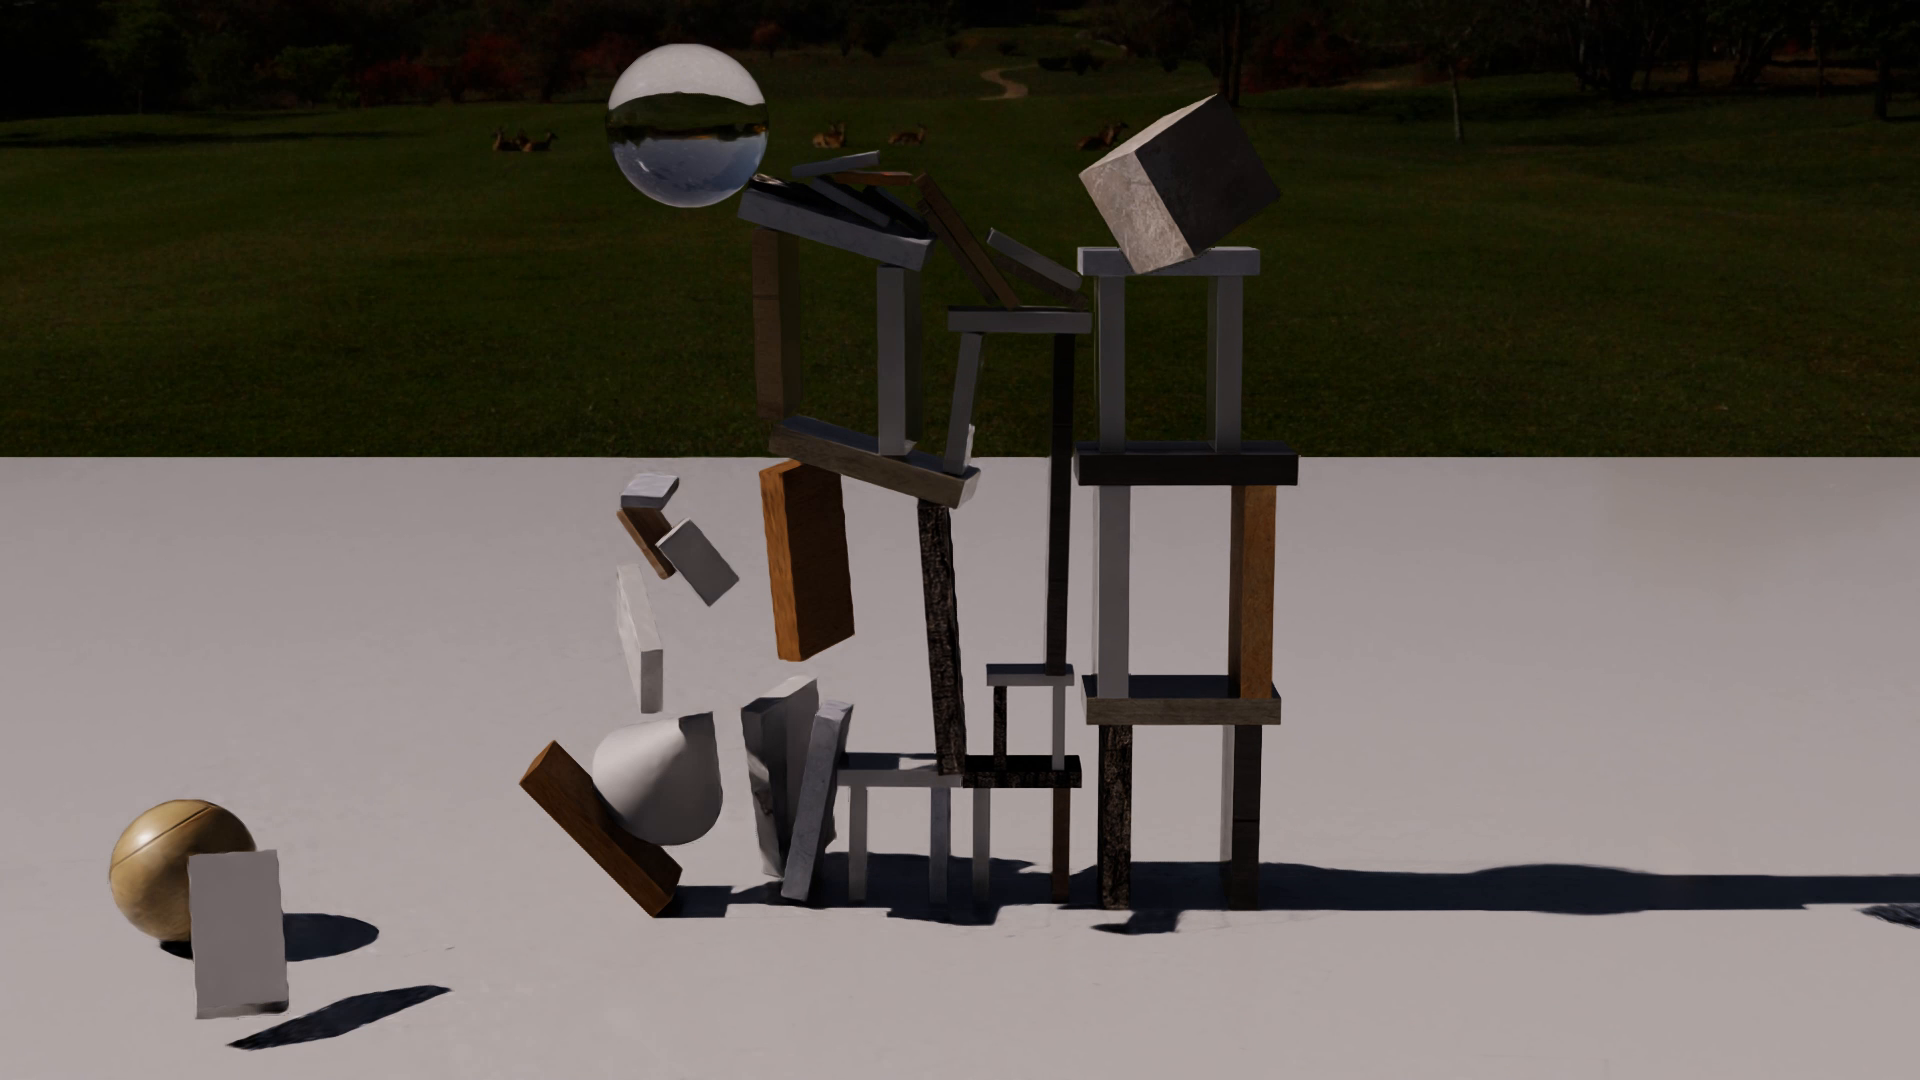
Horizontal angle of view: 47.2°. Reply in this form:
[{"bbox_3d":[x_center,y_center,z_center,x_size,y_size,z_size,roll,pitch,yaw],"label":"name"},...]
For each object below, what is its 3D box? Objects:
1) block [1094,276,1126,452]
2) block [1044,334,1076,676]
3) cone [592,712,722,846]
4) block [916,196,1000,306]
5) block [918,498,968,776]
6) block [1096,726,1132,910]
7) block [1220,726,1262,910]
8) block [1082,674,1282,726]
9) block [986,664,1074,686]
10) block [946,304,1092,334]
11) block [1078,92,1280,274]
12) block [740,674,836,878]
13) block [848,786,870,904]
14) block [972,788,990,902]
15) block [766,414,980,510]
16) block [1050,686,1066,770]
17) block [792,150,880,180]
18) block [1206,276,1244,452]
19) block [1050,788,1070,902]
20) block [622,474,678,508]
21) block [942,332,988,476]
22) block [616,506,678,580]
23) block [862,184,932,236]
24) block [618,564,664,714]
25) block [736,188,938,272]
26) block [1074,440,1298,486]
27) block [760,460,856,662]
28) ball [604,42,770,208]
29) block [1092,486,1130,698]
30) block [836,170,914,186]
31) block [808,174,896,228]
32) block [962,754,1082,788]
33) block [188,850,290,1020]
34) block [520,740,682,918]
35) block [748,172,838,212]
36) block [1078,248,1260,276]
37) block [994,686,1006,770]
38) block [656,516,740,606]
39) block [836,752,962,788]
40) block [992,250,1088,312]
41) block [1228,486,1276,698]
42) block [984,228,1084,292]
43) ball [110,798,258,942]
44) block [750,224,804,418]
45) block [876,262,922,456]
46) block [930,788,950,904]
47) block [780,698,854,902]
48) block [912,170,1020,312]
[{"bbox_3d":[0.239,-0.286,3.515,0.039,0.276,0.138,-1,10,0],"label":"block"},{"bbox_3d":[0.159,-0.063,3.550,0.032,0.553,0.113,1,11,0],"label":"block"},{"bbox_3d":[-0.452,0.342,3.606,0.234,0.234,0.234,-9,-29,-39],"label":"cone"},{"bbox_3d":[-0.004,-0.456,3.462,0.016,0.198,0.058,-35,10,11],"label":"block"},{"bbox_3d":[-0.028,0.148,3.578,0.045,0.440,0.159,-4,12,2],"label":"block"},{"bbox_3d":[0.255,0.437,3.638,0.044,0.312,0.156,0,10,0],"label":"block"},{"bbox_3d":[0.463,0.437,3.637,0.044,0.312,0.156,0,11,0],"label":"block"},{"bbox_3d":[0.359,0.261,3.605,0.312,0.044,0.156,0,10,0],"label":"block"},{"bbox_3d":[0.114,0.220,3.597,0.142,0.020,0.071,0,11,0],"label":"block"},{"bbox_3d":[0.092,-0.351,3.492,0.225,0.032,0.112,1,11,-2],"label":"block"},{"bbox_3d":[0.330,-0.537,3.323,0.179,0.179,0.179,-36,12,-21],"label":"block"},{"bbox_3d":[-0.291,0.403,3.758,0.043,0.307,0.153,8,24,33],"label":"block"},{"bbox_3d":[-0.167,0.491,3.650,0.028,0.201,0.100,2,11,0],"label":"block"},{"bbox_3d":[0.035,0.493,3.656,0.028,0.196,0.098,0,11,0],"label":"block"},{"bbox_3d":[-0.136,-0.128,3.548,0.319,0.045,0.159,17,12,7],"label":"block"},{"bbox_3d":[0.161,0.300,3.612,0.020,0.142,0.071,0,11,0],"label":"block"},{"bbox_3d":[-0.194,-0.590,3.458,0.136,0.019,0.068,-9,12,3],"label":"block"},{"bbox_3d":[0.423,-0.286,3.517,0.039,0.276,0.138,0,10,0],"label":"block"},{"bbox_3d":[0.166,0.493,3.656,0.028,0.196,0.098,0,11,0],"label":"block"},{"bbox_3d":[-0.483,-0.077,3.430,0.065,0.018,0.130,3,17,3],"label":"block"},{"bbox_3d":[0.009,-0.223,3.506,0.032,0.225,0.112,9,12,4],"label":"block"},{"bbox_3d":[-0.486,-0.006,3.501,0.018,0.130,0.065,-28,9,42],"label":"block"},{"bbox_3d":[-0.097,-0.521,3.458,0.116,0.016,0.058,35,17,-1],"label":"block"},{"bbox_3d":[-0.519,0.158,3.564,0.035,0.122,0.245,-5,34,-16],"label":"block"},{"bbox_3d":[-0.189,-0.495,3.460,0.297,0.042,0.148,17,17,2],"label":"block"},{"bbox_3d":[0.359,-0.124,3.537,0.344,0.049,0.172,0,10,0],"label":"block"},{"bbox_3d":[-0.251,0.025,3.640,0.045,0.319,0.159,4,17,32],"label":"block"},{"bbox_3d":[-0.426,-0.649,3.443,0.255,0.255,0.255,0,11,0],"label":"ball"},{"bbox_3d":[0.244,0.069,3.572,0.049,0.344,0.172,0,10,0],"label":"block"},{"bbox_3d":[-0.134,-0.568,3.449,0.116,0.016,0.058,3,14,5],"label":"block"},{"bbox_3d":[-0.166,-0.533,3.453,0.136,0.019,0.068,28,17,2],"label":"block"},{"bbox_3d":[0.101,0.382,3.635,0.196,0.028,0.098,0,11,0],"label":"block"},{"bbox_3d":[-1.030,0.560,3.135,0.122,0.035,0.245,-1,52,-23],"label":"block"},{"bbox_3d":[-0.586,0.472,3.607,0.043,0.307,0.153,-42,8,7],"label":"block"},{"bbox_3d":[-0.261,-0.548,3.462,0.136,0.019,0.068,14,19,4],"label":"block"},{"bbox_3d":[0.328,-0.442,3.489,0.276,0.039,0.138,0,9,0],"label":"block"},{"bbox_3d":[0.066,0.300,3.613,0.020,0.142,0.071,0,11,0],"label":"block"},{"bbox_3d":[-0.404,0.034,3.391,0.065,0.130,0.018,-42,25,-11],"label":"block"},{"bbox_3d":[-0.099,0.379,3.626,0.201,0.028,0.100,0,11,1],"label":"block"},{"bbox_3d":[0.127,-0.412,3.480,0.160,0.023,0.080,28,10,-4],"label":"block"},{"bbox_3d":[0.473,0.069,3.571,0.049,0.344,0.172,0,10,0],"label":"block"},{"bbox_3d":[0.116,-0.442,3.470,0.160,0.023,0.080,28,10,-8],"label":"block"},{"bbox_3d":[-1.214,0.518,3.446,0.223,0.223,0.223,0,11,0],"label":"ball"},{"bbox_3d":[-0.291,-0.354,3.510,0.042,0.297,0.149,2,15,8],"label":"block"},{"bbox_3d":[-0.095,-0.296,3.501,0.042,0.297,0.149,2,15,9],"label":"block"},{"bbox_3d":[-0.033,0.491,3.649,0.028,0.201,0.100,1,11,2],"label":"block"},{"bbox_3d":[-0.237,0.430,3.654,0.043,0.307,0.153,12,7,3],"label":"block"},{"bbox_3d":[0.011,-0.473,3.464,0.023,0.254,0.080,-36,8,7],"label":"block"}]
